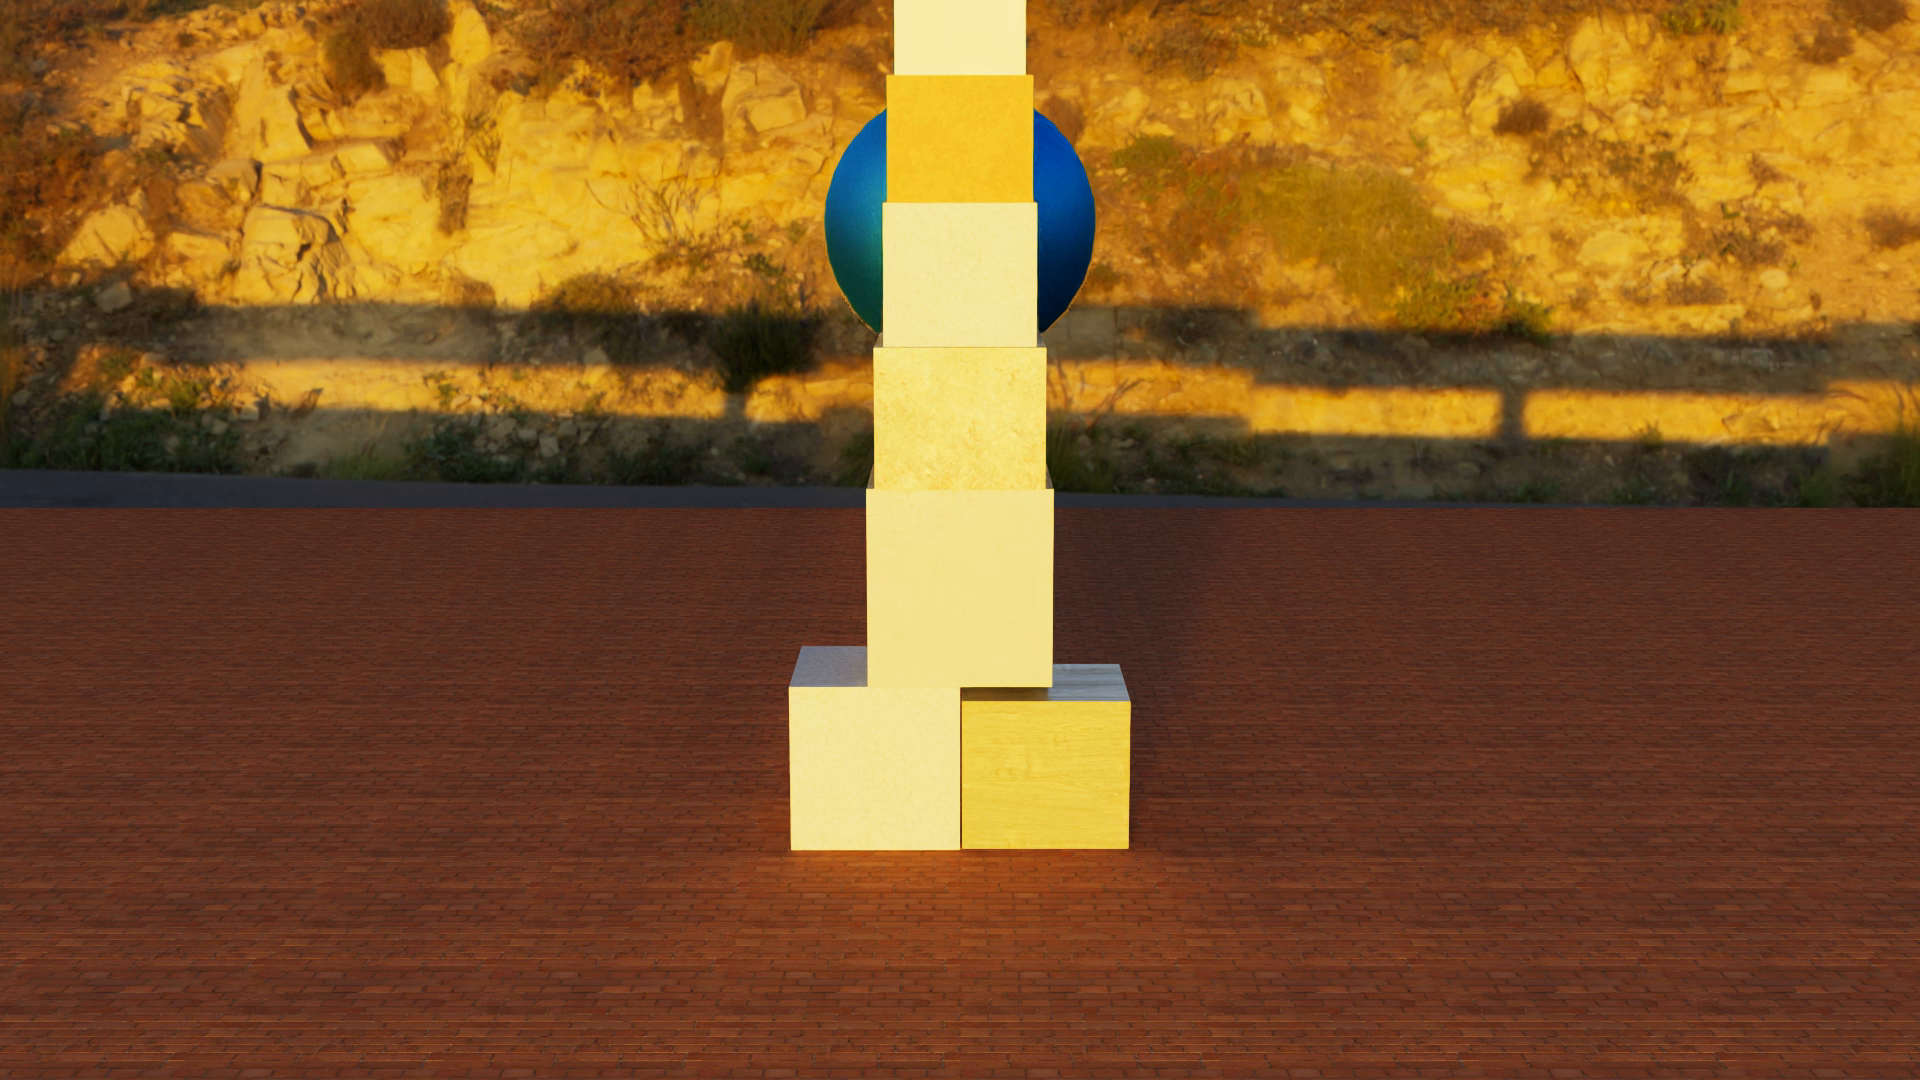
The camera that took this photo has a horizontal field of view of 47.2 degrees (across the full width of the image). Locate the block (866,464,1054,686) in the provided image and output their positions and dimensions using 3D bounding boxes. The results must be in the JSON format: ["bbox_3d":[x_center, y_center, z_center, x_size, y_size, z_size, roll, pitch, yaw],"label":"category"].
[{"bbox_3d":[0.000,0.163,11.208,0.911,0.989,0.858,0,10,0],"label":"block"}]

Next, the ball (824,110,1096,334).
[{"bbox_3d":[0.000,-1.855,12.951,1.600,1.600,1.600,0,10,0],"label":"ball"}]

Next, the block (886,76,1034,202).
[{"bbox_3d":[0.000,-1.970,10.804,0.701,0.598,0.639,0,10,0],"label":"block"}]

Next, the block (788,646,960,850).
[{"bbox_3d":[-0.423,1.061,11.385,0.845,0.840,0.893,0,10,0],"label":"block"}]

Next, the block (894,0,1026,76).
[{"bbox_3d":[0.000,-2.557,10.704,0.622,0.593,0.623,0,10,0],"label":"block"}]

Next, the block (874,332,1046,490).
[{"bbox_3d":[0.000,-0.661,11.048,0.829,0.689,0.863,0,10,0],"label":"block"}]

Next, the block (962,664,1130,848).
[{"bbox_3d":[0.428,1.104,11.364,0.836,0.761,0.793,0,10,0],"label":"block"}]

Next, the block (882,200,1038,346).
[{"bbox_3d":[0.000,-1.342,10.948,0.739,0.687,0.786,0,10,0],"label":"block"}]
